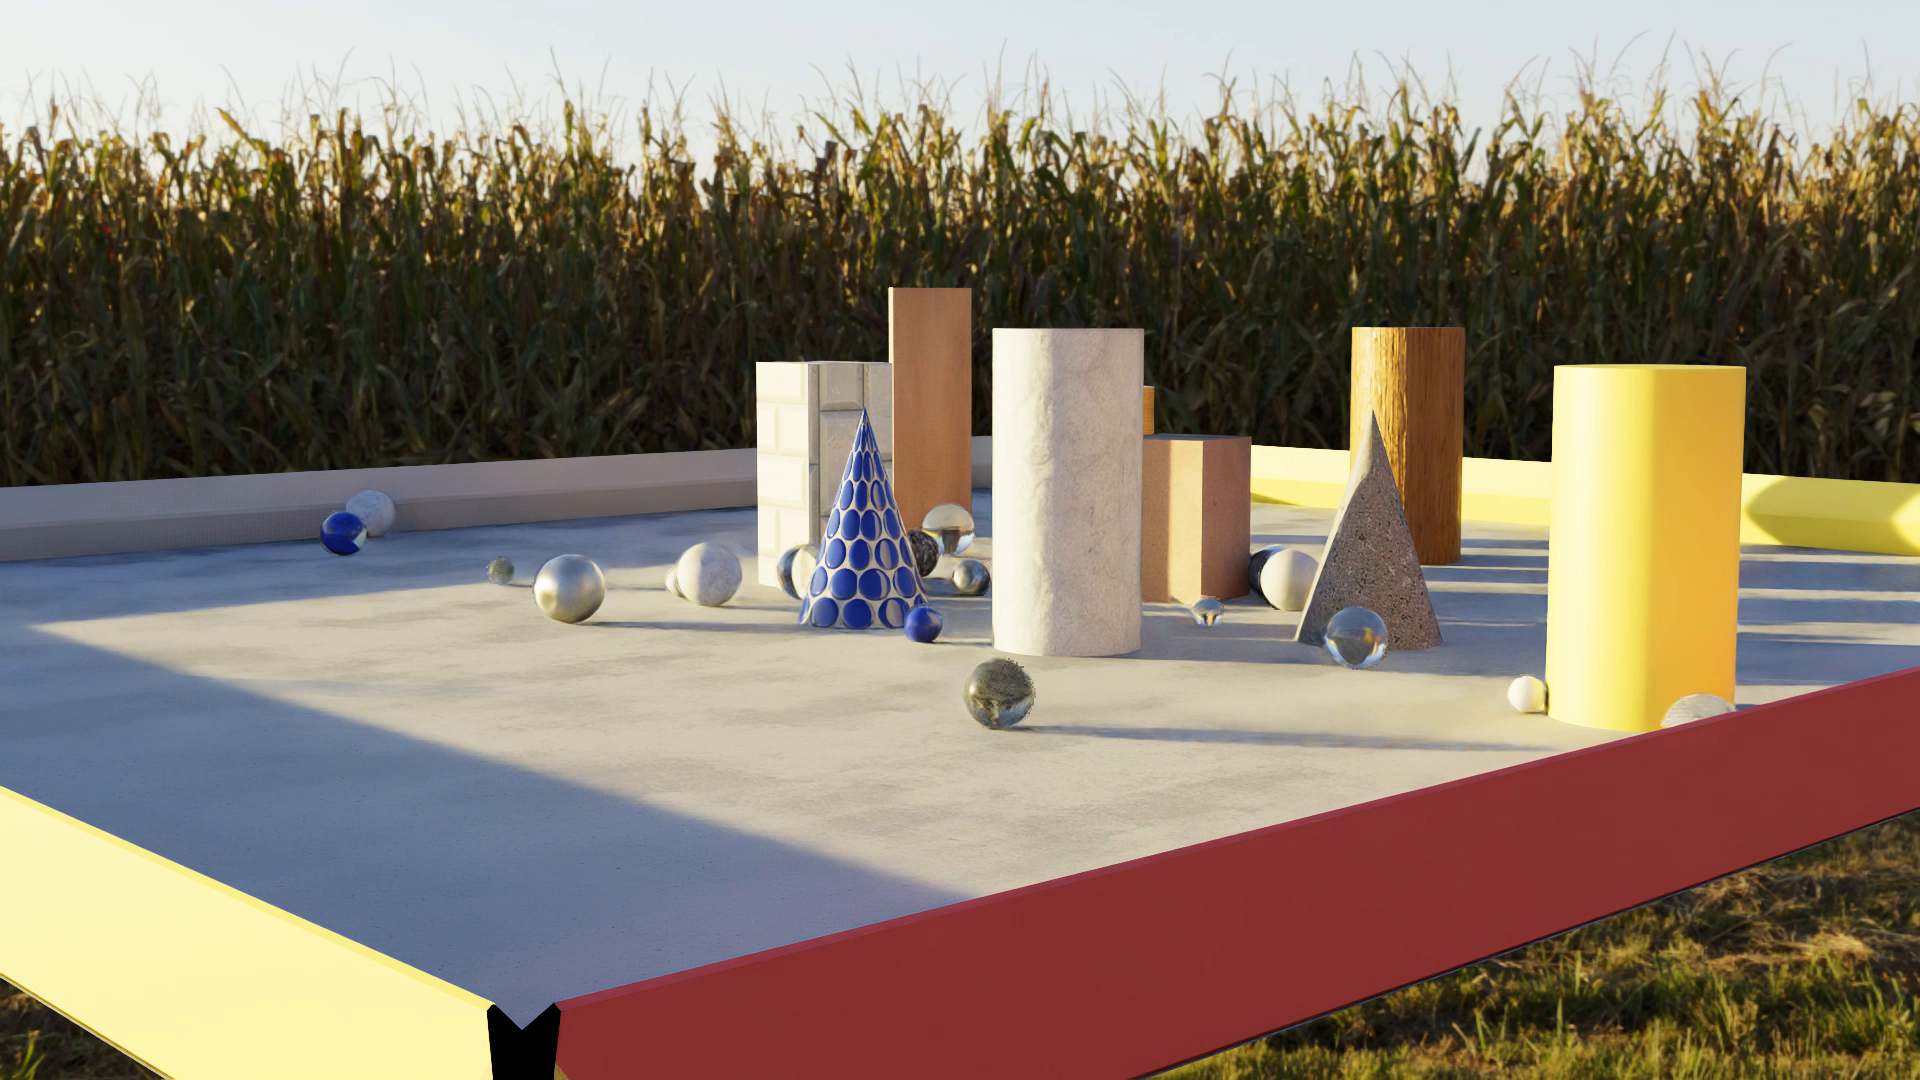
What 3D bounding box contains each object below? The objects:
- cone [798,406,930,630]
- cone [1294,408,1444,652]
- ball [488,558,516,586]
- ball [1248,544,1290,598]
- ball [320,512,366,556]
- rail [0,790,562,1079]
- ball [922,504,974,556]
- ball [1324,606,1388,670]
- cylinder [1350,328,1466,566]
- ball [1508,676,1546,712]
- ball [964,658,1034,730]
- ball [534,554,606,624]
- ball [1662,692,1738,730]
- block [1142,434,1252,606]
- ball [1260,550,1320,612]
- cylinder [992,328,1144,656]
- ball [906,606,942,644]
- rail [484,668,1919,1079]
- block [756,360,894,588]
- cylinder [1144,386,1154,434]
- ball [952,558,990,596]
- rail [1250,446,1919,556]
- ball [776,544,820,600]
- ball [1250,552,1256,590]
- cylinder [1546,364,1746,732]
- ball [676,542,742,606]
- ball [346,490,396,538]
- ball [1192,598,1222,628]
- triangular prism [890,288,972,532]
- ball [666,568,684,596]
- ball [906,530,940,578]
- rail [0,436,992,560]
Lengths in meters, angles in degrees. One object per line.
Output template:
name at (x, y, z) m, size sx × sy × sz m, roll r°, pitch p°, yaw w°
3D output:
cone at (-0.136, -0.038, 3.165) m, size 0.199 × 0.309 × 0.199 m, roll 0°, pitch 6°, yaw 0°
cone at (0.554, -0.022, 2.969) m, size 0.199 × 0.316 × 0.199 m, roll 0°, pitch 6°, yaw 0°
ball at (-0.746, 0.052, 3.579) m, size 0.043 × 0.043 × 0.043 m, roll 0°, pitch 6°, yaw 0°
ball at (0.489, 0.050, 3.403) m, size 0.085 × 0.085 × 0.085 m, roll 0°, pitch 6°, yaw 0°
ball at (-1.126, -0.012, 4.016) m, size 0.081 × 0.081 × 0.081 m, roll 0°, pitch 6°, yaw 0°
rail at (-1.264, 0.154, 2.172) m, size 0.045 × 0.129 × 3.190 m, roll -5°, pitch 8°, yaw -42°
ball at (-0.022, -0.018, 3.996) m, size 0.096 × 0.096 × 0.096 m, roll 0°, pitch 6°, yaw 0°
ball at (0.495, 0.122, 2.743) m, size 0.078 × 0.078 × 0.078 m, roll 0°, pitch 6°, yaw 0°
cylinder at (0.800, -0.172, 3.940) m, size 0.199 × 0.415 × 0.199 m, roll 0°, pitch 6°, yaw 0°
ball at (0.630, 0.172, 2.443) m, size 0.041 × 0.041 × 0.041 m, roll 0°, pitch 6°, yaw 0°
ball at (0.041, 0.164, 2.350) m, size 0.075 × 0.075 × 0.075 m, roll 0°, pitch 6°, yaw 0°
ball at (-0.557, 0.069, 3.143) m, size 0.100 × 0.100 × 0.100 m, roll 0°, pitch 6°, yaw 0°
ball at (0.723, 0.186, 2.142) m, size 0.075 × 0.075 × 0.075 m, roll 0°, pitch 6°, yaw 0°
block at (0.345, -0.036, 3.431) m, size 0.159 × 0.249 × 0.159 m, roll 4°, pitch 7°, yaw 35°
ball at (0.494, 0.060, 3.272) m, size 0.092 × 0.092 × 0.092 m, roll 0°, pitch 6°, yaw 0°
cylinder at (0.143, -0.069, 2.917) m, size 0.199 × 0.421 × 0.199 m, roll 0°, pitch 6°, yaw 0°
ball at (-0.049, 0.114, 2.956) m, size 0.050 × 0.050 × 0.050 m, roll 0°, pitch 6°, yaw 0°
rail at (1.066, 0.153, 2.183) m, size 3.488 × 0.129 × 0.045 m, roll -5°, pitch 8°, yaw -42°
block at (-0.219, -0.107, 3.567) m, size 0.159 × 0.362 × 0.159 m, roll -4°, pitch 7°, yaw -35°
cylinder at (0.238, -0.110, 3.830) m, size 0.199 × 0.314 × 0.199 m, roll 0°, pitch 6°, yaw 0°
ball at (0.018, 0.059, 3.437) m, size 0.059 × 0.059 × 0.059 m, roll 0°, pitch 6°, yaw 0°
rail at (1.264, -0.087, 4.492) m, size 0.045 × 0.129 × 3.190 m, roll -5°, pitch 8°, yaw -42°
ball at (-0.240, 0.049, 3.395) m, size 0.088 × 0.088 × 0.088 m, roll 0°, pitch 6°, yaw 0°
ball at (0.480, 0.050, 3.513) m, size 0.062 × 0.062 × 0.062 m, roll 0°, pitch 6°, yaw 0°
cylinder at (0.749, 0.003, 2.408) m, size 0.199 × 0.384 × 0.199 m, roll 0°, pitch 6°, yaw 0°
ball at (-0.378, 0.052, 3.320) m, size 0.098 × 0.098 × 0.098 m, roll 0°, pitch 6°, yaw 0°
ball at (-1.155, -0.050, 4.308) m, size 0.096 × 0.096 × 0.096 m, roll 0°, pitch 6°, yaw 0°
ball at (0.350, 0.102, 3.103) m, size 0.043 × 0.043 × 0.043 m, roll 0°, pitch 6°, yaw 0°
triangular prism at (-0.084, -0.262, 4.443) m, size 0.172 × 0.490 × 0.149 m, roll -2°, pitch 6°, yaw -21°
ball at (-0.436, 0.066, 3.438) m, size 0.046 × 0.046 × 0.046 m, roll 0°, pitch 6°, yaw 0°
ball at (-0.075, 0.024, 3.672) m, size 0.081 × 0.081 × 0.081 m, roll 0°, pitch 6°, yaw 0°
rail at (-1.066, -0.086, 4.481) m, size 3.488 × 0.129 × 0.045 m, roll -5°, pitch 8°, yaw -42°
